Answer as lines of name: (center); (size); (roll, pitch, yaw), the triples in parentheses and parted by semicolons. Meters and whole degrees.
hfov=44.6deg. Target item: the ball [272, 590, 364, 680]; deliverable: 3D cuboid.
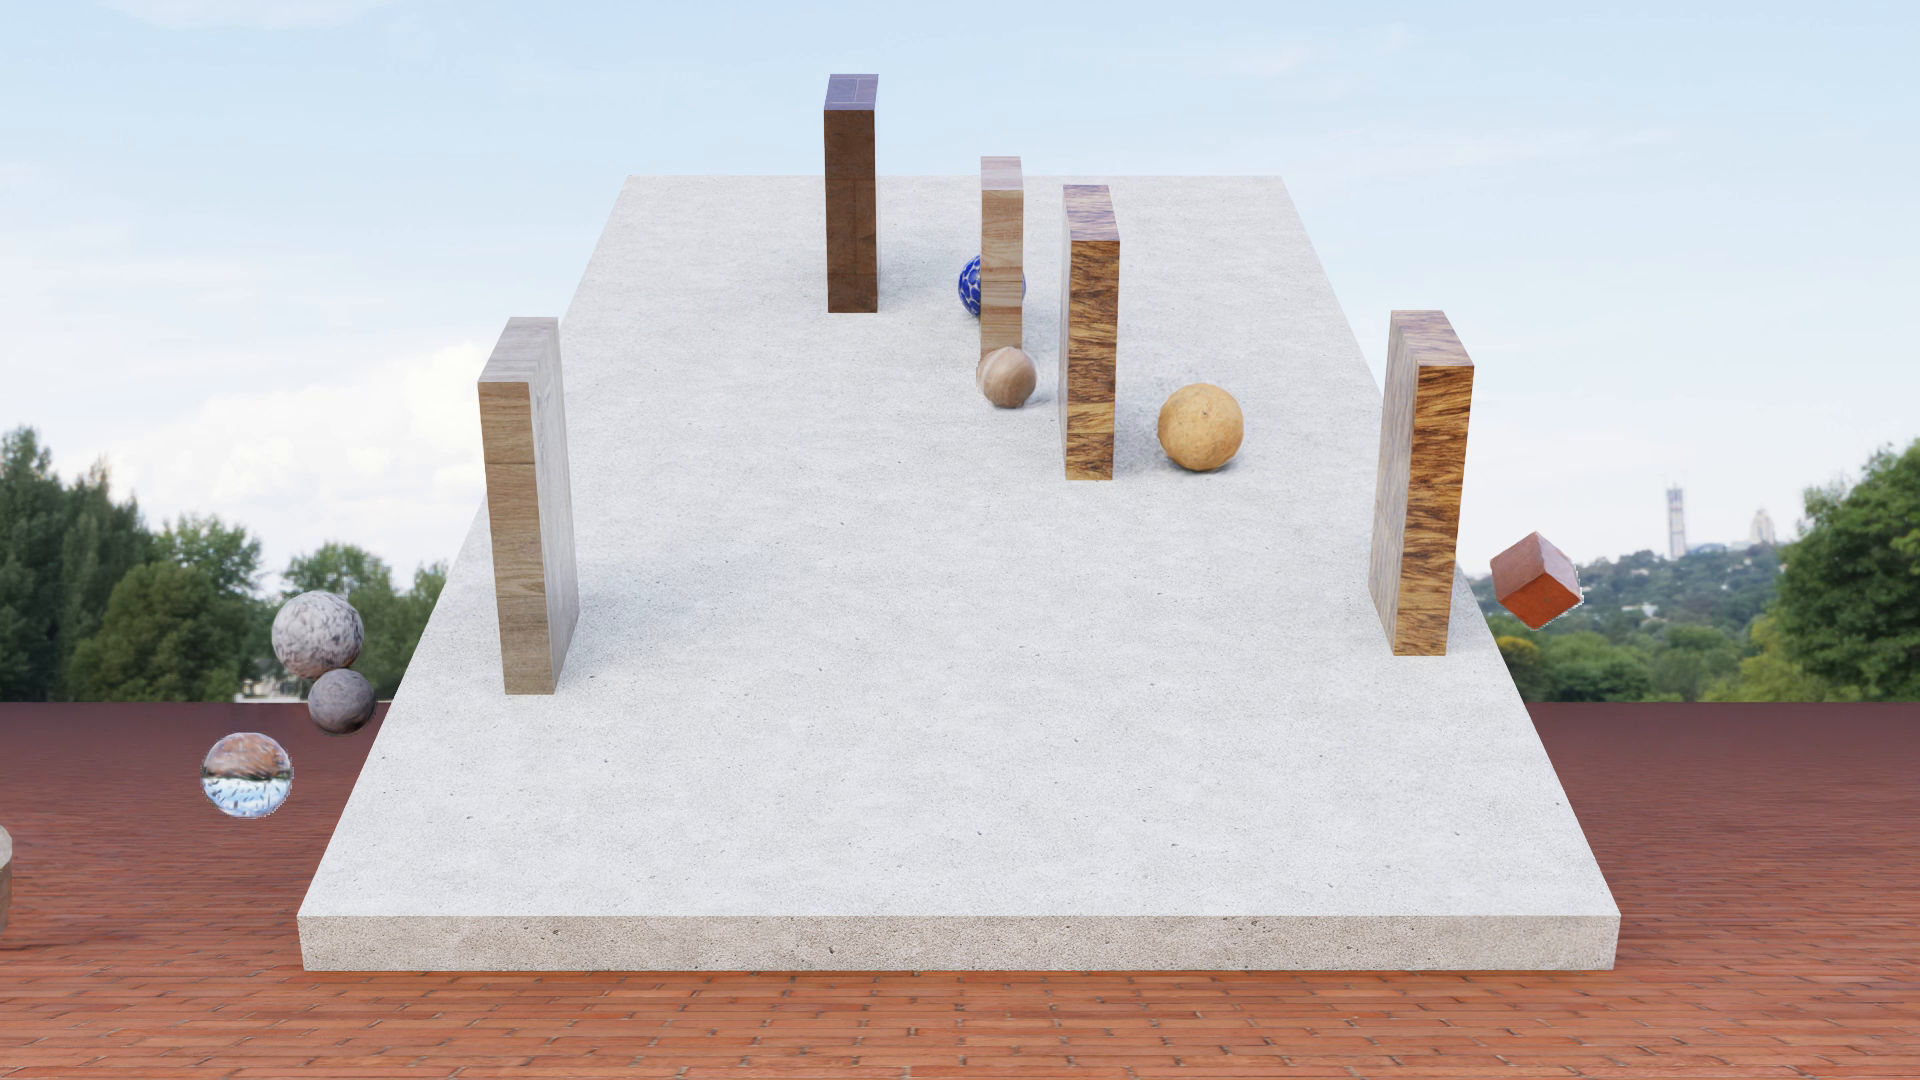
ball: (-1.291, 0.192, 4.704); (0.180, 0.180, 0.180); (0, -4, 0)

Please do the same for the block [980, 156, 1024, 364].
block: (0.098, -0.670, 5.665); (0.098, 0.451, 0.292); (0, 25, 0)

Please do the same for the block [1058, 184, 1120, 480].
block: (0.278, -0.457, 5.105); (0.101, 0.537, 0.408); (0, 25, 0)

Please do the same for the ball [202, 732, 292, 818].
ball: (-1.607, 0.528, 5.271); (0.193, 0.193, 0.193); (0, -4, 0)

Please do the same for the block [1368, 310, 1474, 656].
block: (0.845, -0.106, 4.314); (0.096, 0.569, 0.292); (0, 25, 0)

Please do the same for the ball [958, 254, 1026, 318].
ball: (0.081, -0.643, 5.934); (0.175, 0.175, 0.175); (0, -4, 0)

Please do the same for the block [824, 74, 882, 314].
block: (-0.276, -0.902, 6.068); (0.127, 0.530, 0.373); (0, 25, 0)

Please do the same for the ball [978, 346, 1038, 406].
ball: (0.110, -0.377, 5.405); (0.138, 0.138, 0.138); (0, -4, 0)

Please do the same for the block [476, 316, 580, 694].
block: (-0.765, -0.063, 4.181); (0.086, 0.595, 0.325); (0, 25, 0)

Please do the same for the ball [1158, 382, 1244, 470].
ball: (0.521, -0.245, 5.063); (0.189, 0.189, 0.189); (0, -4, 0)

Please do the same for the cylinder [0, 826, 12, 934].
cylinder: (-1.634, 0.559, 3.811); (0.162, 0.162, 0.162); (13, 33, -9)

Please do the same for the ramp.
ramp: (-0.009, -0.229, 5.368); (2.000, 0.100, 4.000); (0, 25, 0)

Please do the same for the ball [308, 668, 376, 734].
ball: (-1.152, 0.302, 4.360); (0.122, 0.122, 0.122); (0, -4, 0)

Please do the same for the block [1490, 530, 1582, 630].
block: (1.116, 0.078, 4.543); (0.113, 0.113, 0.113); (34, -55, -28)
